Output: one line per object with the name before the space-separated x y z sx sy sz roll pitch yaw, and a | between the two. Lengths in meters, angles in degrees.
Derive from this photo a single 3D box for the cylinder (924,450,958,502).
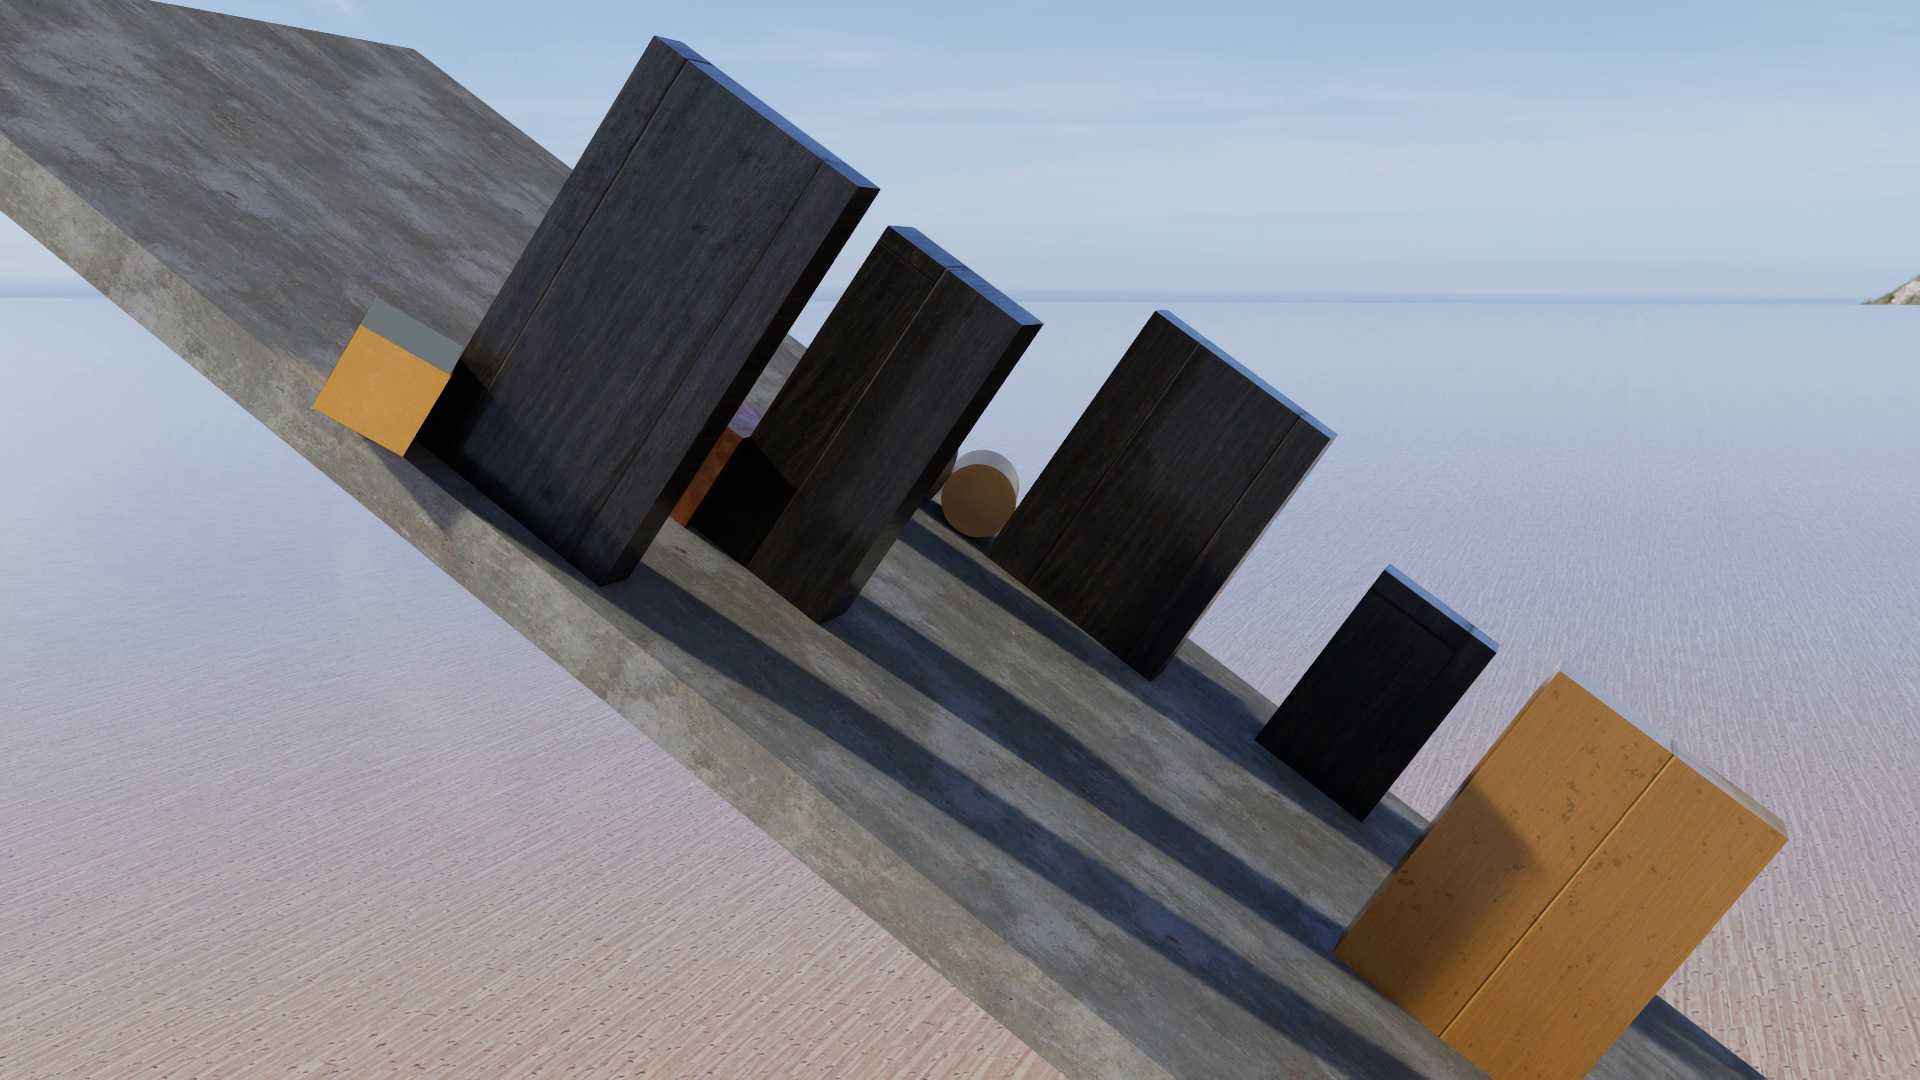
cylinder | -0.097 -0.172 4.606 0.135 0.135 0.135 30 -2 -17

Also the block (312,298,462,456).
block | -0.843 -0.242 3.246 0.146 0.146 0.146 30 16 -16

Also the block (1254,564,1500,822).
block | 0.859 0.315 4.542 0.277 0.450 0.104 38 16 10

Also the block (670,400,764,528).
block | -0.453 -0.160 3.736 0.185 0.185 0.185 38 16 10

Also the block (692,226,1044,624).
block | -0.156 -0.189 3.646 0.275 0.607 0.132 38 16 10

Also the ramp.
ramp | -0.088 0.159 4.081 4.000 0.100 2.000 38 16 10

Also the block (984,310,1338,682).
block | 0.406 -0.091 4.498 0.433 0.618 0.117 38 16 10

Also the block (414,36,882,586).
block | -0.468 -0.328 3.223 0.374 0.708 0.097 38 16 10

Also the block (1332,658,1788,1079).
block | 0.999 0.586 3.697 0.443 0.624 0.124 38 16 10
